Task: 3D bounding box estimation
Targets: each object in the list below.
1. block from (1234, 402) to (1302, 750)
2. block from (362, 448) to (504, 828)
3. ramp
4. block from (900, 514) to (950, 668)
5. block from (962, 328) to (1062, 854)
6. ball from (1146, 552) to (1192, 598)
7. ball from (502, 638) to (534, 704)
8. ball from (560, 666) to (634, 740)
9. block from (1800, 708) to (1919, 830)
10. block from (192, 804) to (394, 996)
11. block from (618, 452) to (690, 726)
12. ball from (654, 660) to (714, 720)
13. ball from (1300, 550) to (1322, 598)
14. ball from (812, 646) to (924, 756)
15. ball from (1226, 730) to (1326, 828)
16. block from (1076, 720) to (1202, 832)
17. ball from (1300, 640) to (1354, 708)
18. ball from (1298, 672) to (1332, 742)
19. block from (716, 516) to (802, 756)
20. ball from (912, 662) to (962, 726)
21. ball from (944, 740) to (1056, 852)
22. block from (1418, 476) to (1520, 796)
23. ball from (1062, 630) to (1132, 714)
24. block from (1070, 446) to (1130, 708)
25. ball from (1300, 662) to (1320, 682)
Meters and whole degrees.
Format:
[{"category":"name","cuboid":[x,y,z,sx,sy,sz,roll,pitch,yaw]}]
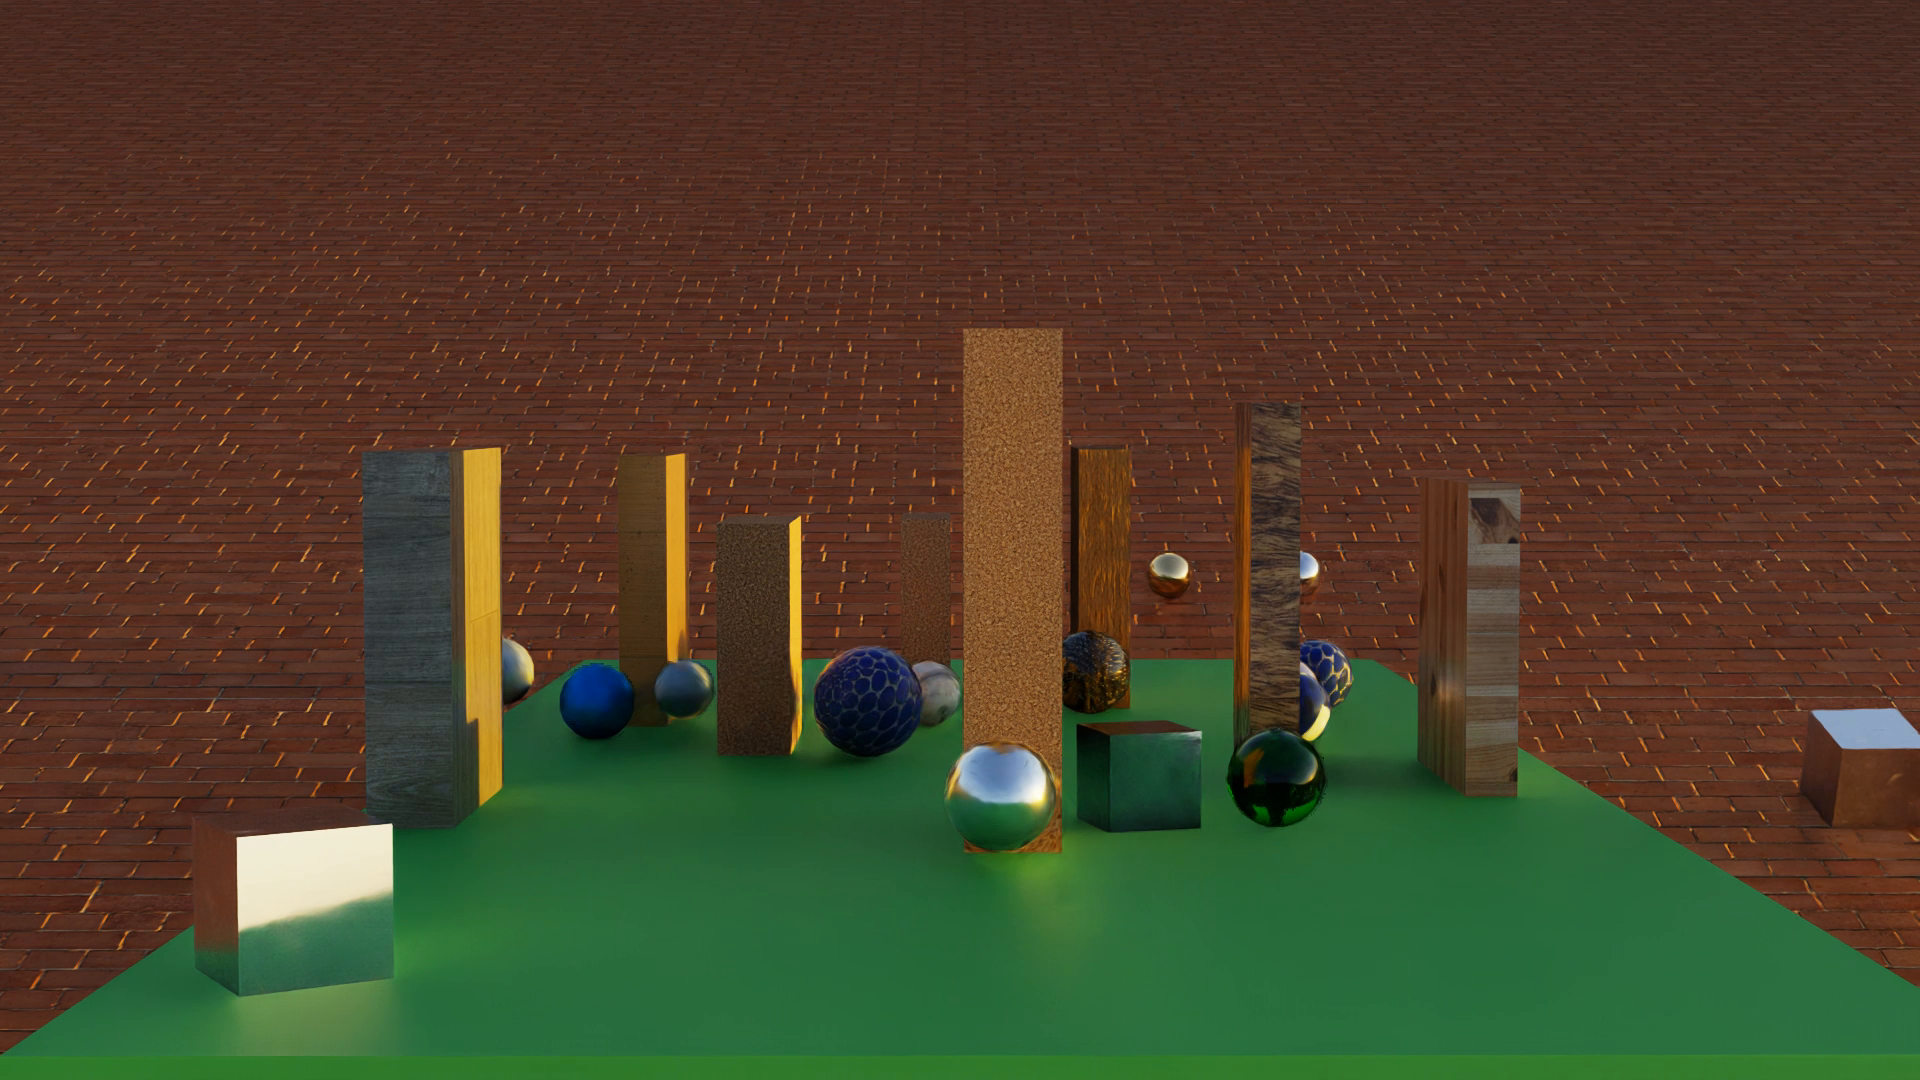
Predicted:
[{"category":"block","cuboid":[0.526,0.087,4.424,0.082,0.646,0.260,0,3,0]},{"category":"block","cuboid":[-0.835,0.141,4.104,0.132,0.572,0.438,0,3,0]},{"category":"ramp","cuboid":[0.050,0.455,4.532,2.000,0.100,4.000,0,3,0]},{"category":"block","cuboid":[-0.074,0.147,5.651,0.106,0.401,0.294,0,3,0]},{"category":"block","cuboid":[0.075,0.067,3.800,0.141,0.749,0.271,0,3,0]},{"category":"ball","cuboid":[0.580,0.099,7.128,0.126,0.126,0.126,0,22,0]},{"category":"ball","cuboid":[-1.066,0.306,5.960,0.155,0.155,0.155,0,22,0]},{"category":"ball","cuboid":[-0.699,0.312,4.948,0.144,0.144,0.144,0,22,0]},{"category":"block","cuboid":[2.090,0.528,5.941,0.204,0.204,0.204,-1,22,-3]},{"category":"block","cuboid":[-0.753,0.402,2.900,0.174,0.174,0.174,-2,3,-32]},{"category":"block","cuboid":[-0.635,0.092,5.359,0.097,0.541,0.435,0,3,0]},{"category":"ball","cuboid":[-0.548,0.297,5.103,0.117,0.117,0.117,0,22,0]},{"category":"ball","cuboid":[0.936,0.095,7.128,0.132,0.132,0.132,0,22,0]},{"category":"ball","cuboid":[-0.168,0.296,4.702,0.202,0.202,0.202,0,22,0]},{"category":"ball","cuboid":[0.480,0.362,3.910,0.149,0.149,0.149,0,22,0]},{"category":"block","cuboid":[0.274,0.361,3.949,0.147,0.147,0.147,-1,3,-17]},{"category":"ball","cuboid":[0.747,0.285,5.386,0.151,0.151,0.151,0,22,0]},{"category":"ball","cuboid":[0.629,0.318,4.848,0.140,0.140,0.140,0,22,0]},{"category":"block","cuboid":[-0.379,0.174,4.882,0.134,0.426,0.344,0,3,0]},{"category":"ball","cuboid":[-0.063,0.308,5.158,0.130,0.130,0.130,0,22,0]},{"category":"ball","cuboid":[0.056,0.358,3.601,0.156,0.156,0.156,0,22,0]},{"category":"block","cuboid":[0.870,0.153,4.418,0.085,0.514,0.435,0,3,0]},{"category":"ball","cuboid":[0.269,0.275,5.362,0.175,0.175,0.175,0,22,0]},{"category":"block","cuboid":[0.306,0.073,5.632,0.110,0.550,0.386,0,3,0]},{"category":"ball","cuboid":[0.641,0.305,5.072,0.145,0.145,0.145,0,22,0]}]
